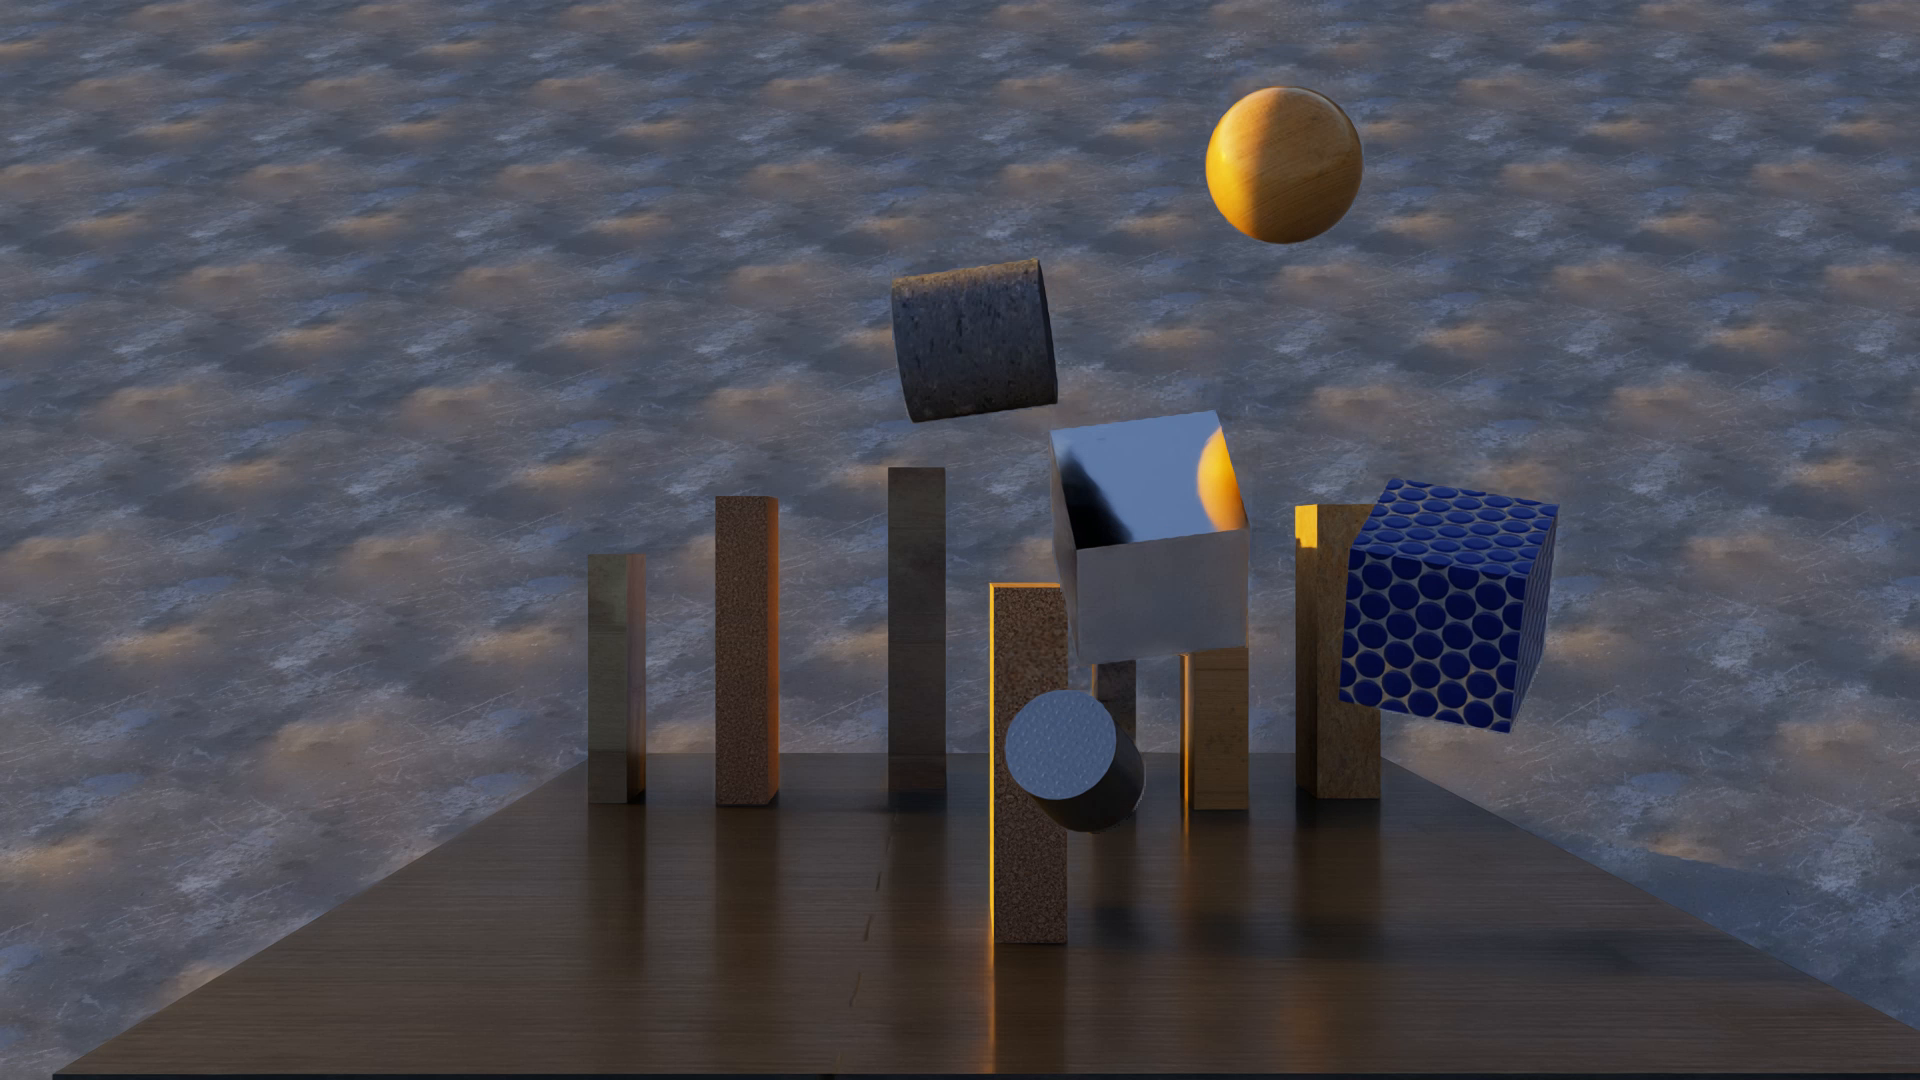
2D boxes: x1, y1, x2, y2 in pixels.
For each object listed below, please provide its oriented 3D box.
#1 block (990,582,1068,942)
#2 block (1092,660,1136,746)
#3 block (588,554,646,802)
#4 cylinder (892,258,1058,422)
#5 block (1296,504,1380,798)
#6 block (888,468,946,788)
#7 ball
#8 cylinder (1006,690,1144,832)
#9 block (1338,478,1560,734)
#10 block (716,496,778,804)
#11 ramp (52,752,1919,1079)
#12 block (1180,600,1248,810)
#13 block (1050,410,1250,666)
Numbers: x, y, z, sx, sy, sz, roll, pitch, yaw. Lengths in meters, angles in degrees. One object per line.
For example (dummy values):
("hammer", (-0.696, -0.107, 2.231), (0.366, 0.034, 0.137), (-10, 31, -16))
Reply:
("block", (0.095, 0.306, 3.706), (0.100, 0.483, 0.377), (0, 0, 0))
("block", (0.356, 0.232, 6.006), (0.089, 0.631, 0.266), (0, 0, 0))
("block", (-0.736, 0.289, 5.561), (0.080, 0.518, 0.329), (0, 0, 0))
("cylinder", (0.018, -0.223, 2.899), (0.163, 0.163, 0.163), (-7, 30, 5))
("block", (0.824, 0.236, 5.657), (0.134, 0.623, 0.353), (0, 0, 0))
("block", (-0.095, 0.194, 5.905), (0.125, 0.708, 0.418), (0, 0, 0))
("ball", (0.296, -0.343, 2.366), (0.143, 0.143, 0.143), (0, 30, 0))
("cylinder", (0.120, 0.230, 2.688), (0.118, 0.118, 0.118), (-7, 66, 16))
("block", (0.464, 0.059, 2.455), (0.162, 0.162, 0.162), (10, 29, 20))
("block", (-0.454, 0.228, 5.537), (0.107, 0.639, 0.342), (0, 0, 0))
("ramp", (0.067, 0.598, 4.656), (2.000, 0.100, 4.000), (0, 0, 0))
("block", (0.532, 0.302, 5.434), (0.110, 0.491, 0.351), (0, 0, 0))
("block", (0.176, -0.002, 2.430), (0.158, 0.158, 0.158), (-7, 46, -3))
